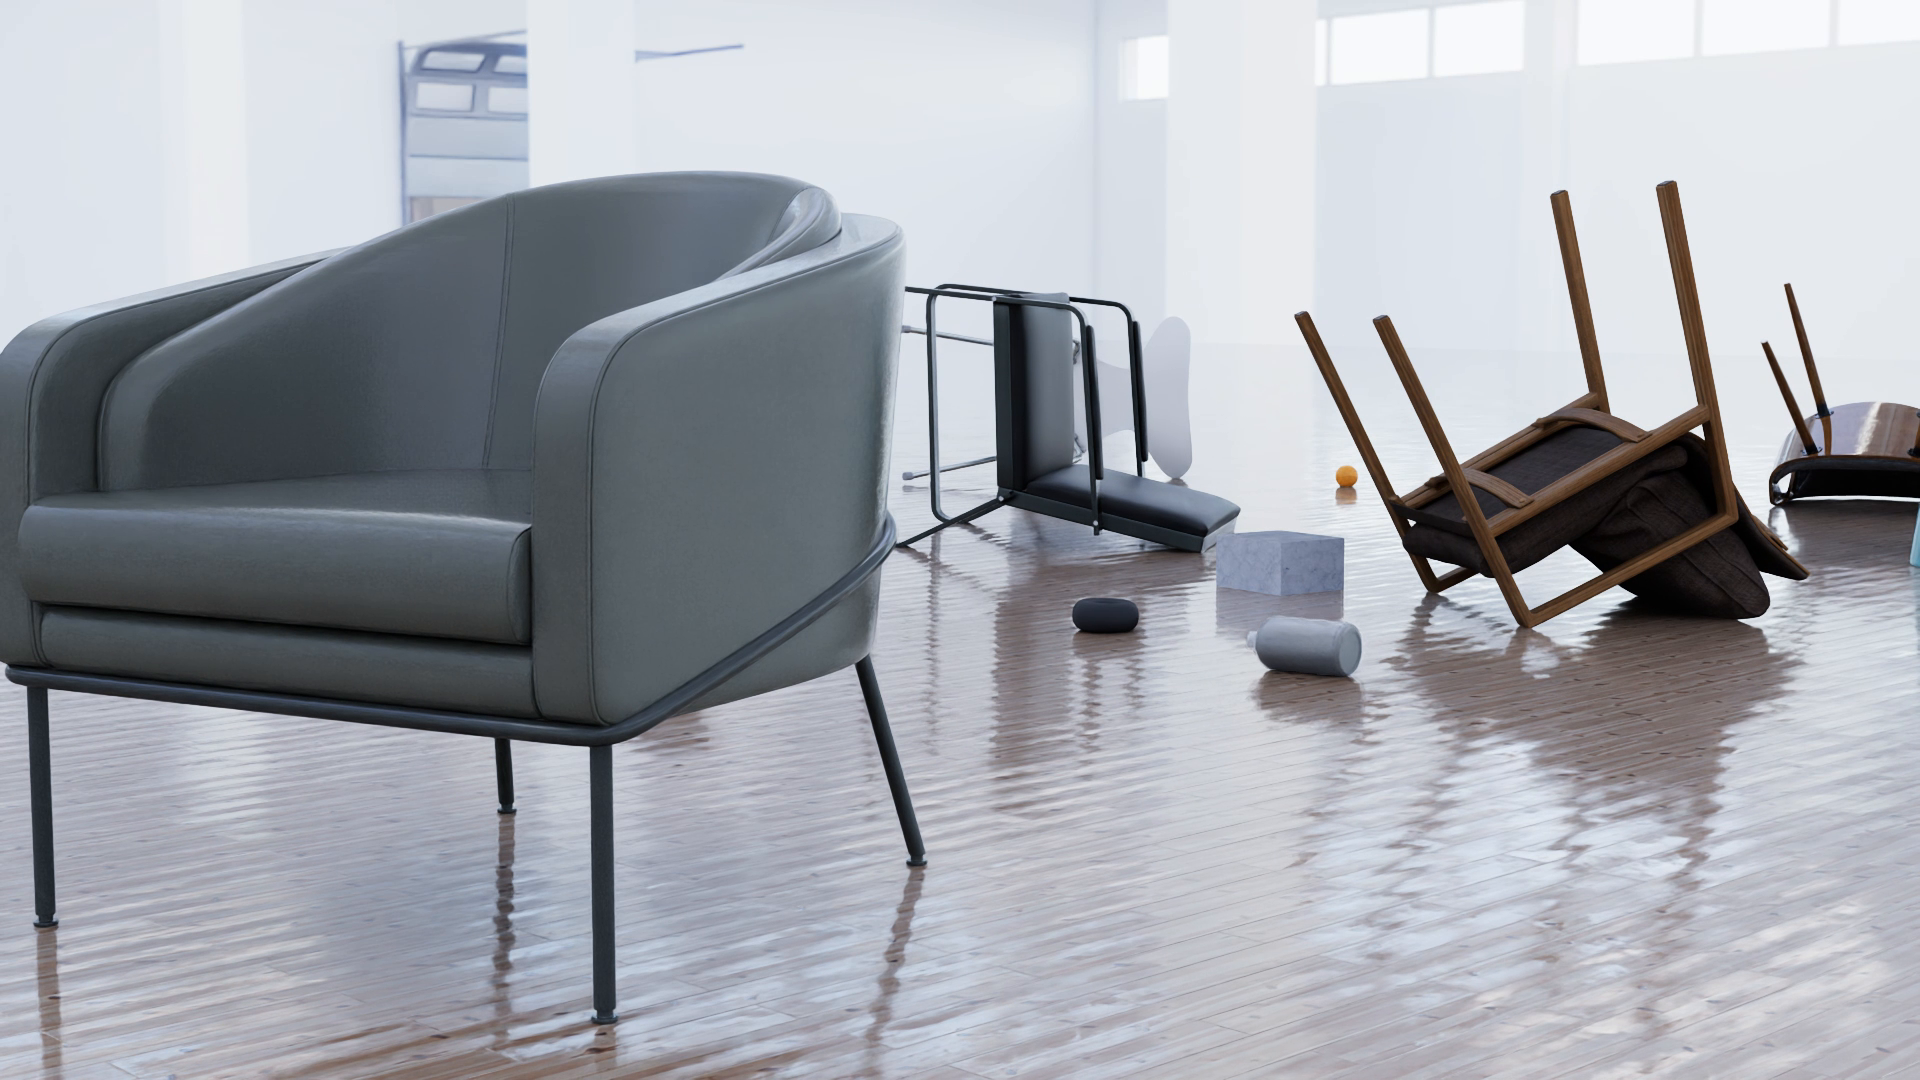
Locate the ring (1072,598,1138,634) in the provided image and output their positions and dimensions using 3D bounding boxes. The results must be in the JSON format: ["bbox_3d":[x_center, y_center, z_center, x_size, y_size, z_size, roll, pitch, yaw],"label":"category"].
[{"bbox_3d":[0.271,0.140,4.784,0.124,0.055,0.137,4,6,19],"label":"ring"}]

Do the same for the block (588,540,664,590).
[{"bbox_3d":[-0.698,0.058,5.377,0.122,0.097,0.101,3,6,24],"label":"block"}]

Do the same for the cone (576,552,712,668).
[{"bbox_3d":[-0.527,0.158,4.438,0.236,0.131,0.250,28,65,33],"label":"cone"}]

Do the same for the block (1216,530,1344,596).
[{"bbox_3d":[0.677,0.046,5.427,0.177,0.110,0.205,-4,7,-34],"label":"block"}]
